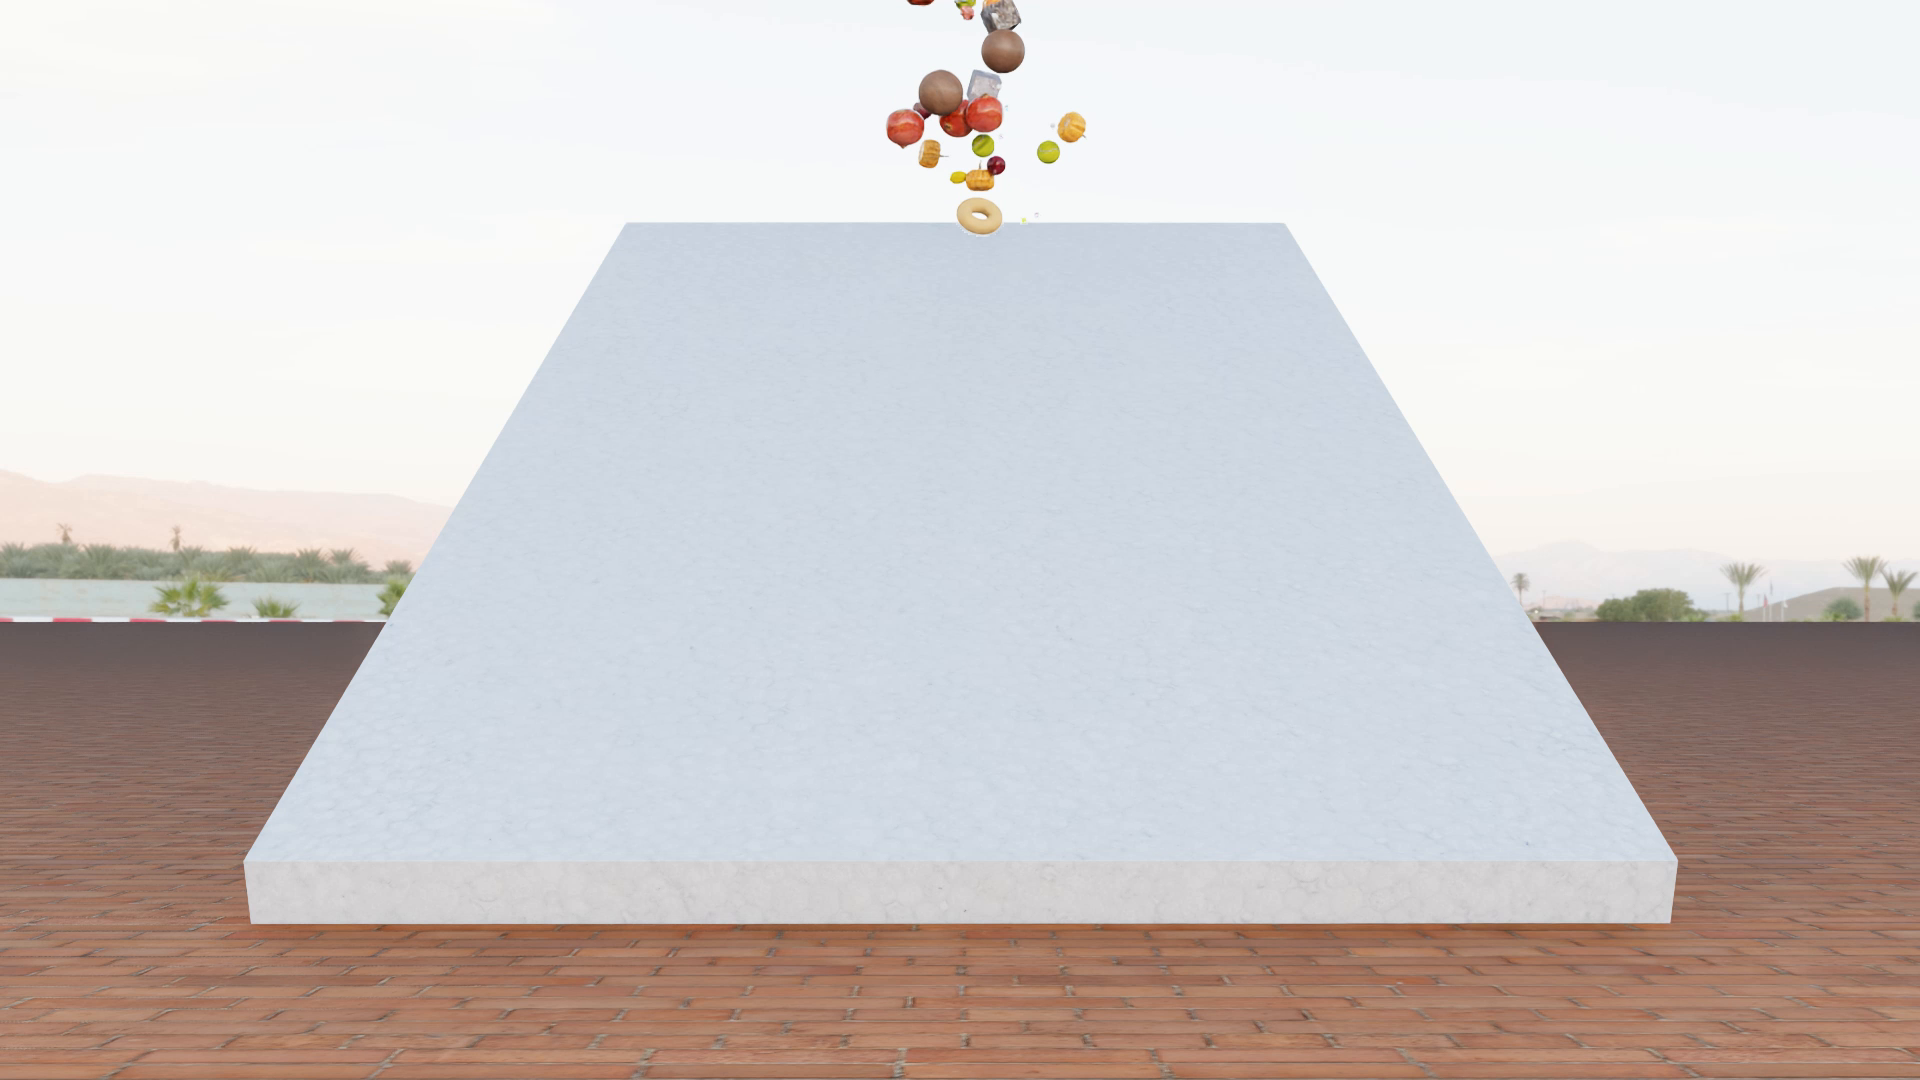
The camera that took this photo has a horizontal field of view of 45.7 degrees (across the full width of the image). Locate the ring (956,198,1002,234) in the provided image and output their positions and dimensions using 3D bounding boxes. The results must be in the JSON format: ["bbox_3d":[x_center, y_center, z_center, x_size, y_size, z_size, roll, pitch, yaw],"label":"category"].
[{"bbox_3d":[0.055,-0.916,6.436,0.134,0.134,0.045,0,-39,-14],"label":"ring"}]

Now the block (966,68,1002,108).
[{"bbox_3d":[0.069,-1.303,6.566,0.078,0.078,0.078,12,25,-12],"label":"block"}]

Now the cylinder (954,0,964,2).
[{"bbox_3d":[-0.001,-1.581,6.525,0.054,0.054,0.054,-6,-27,-3],"label":"cylinder"}]

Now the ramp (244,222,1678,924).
[{"bbox_3d":[-0.005,-0.212,5.062,2.000,0.100,4.000,0,21,0],"label":"ramp"}]

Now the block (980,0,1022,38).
[{"bbox_3d":[0.121,-1.554,6.768,0.082,0.082,0.082,-26,5,-16],"label":"block"}]

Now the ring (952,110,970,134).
[{"bbox_3d":[0.003,-1.253,6.827,0.027,0.081,0.081,-25,-6,9],"label":"ring"}]
